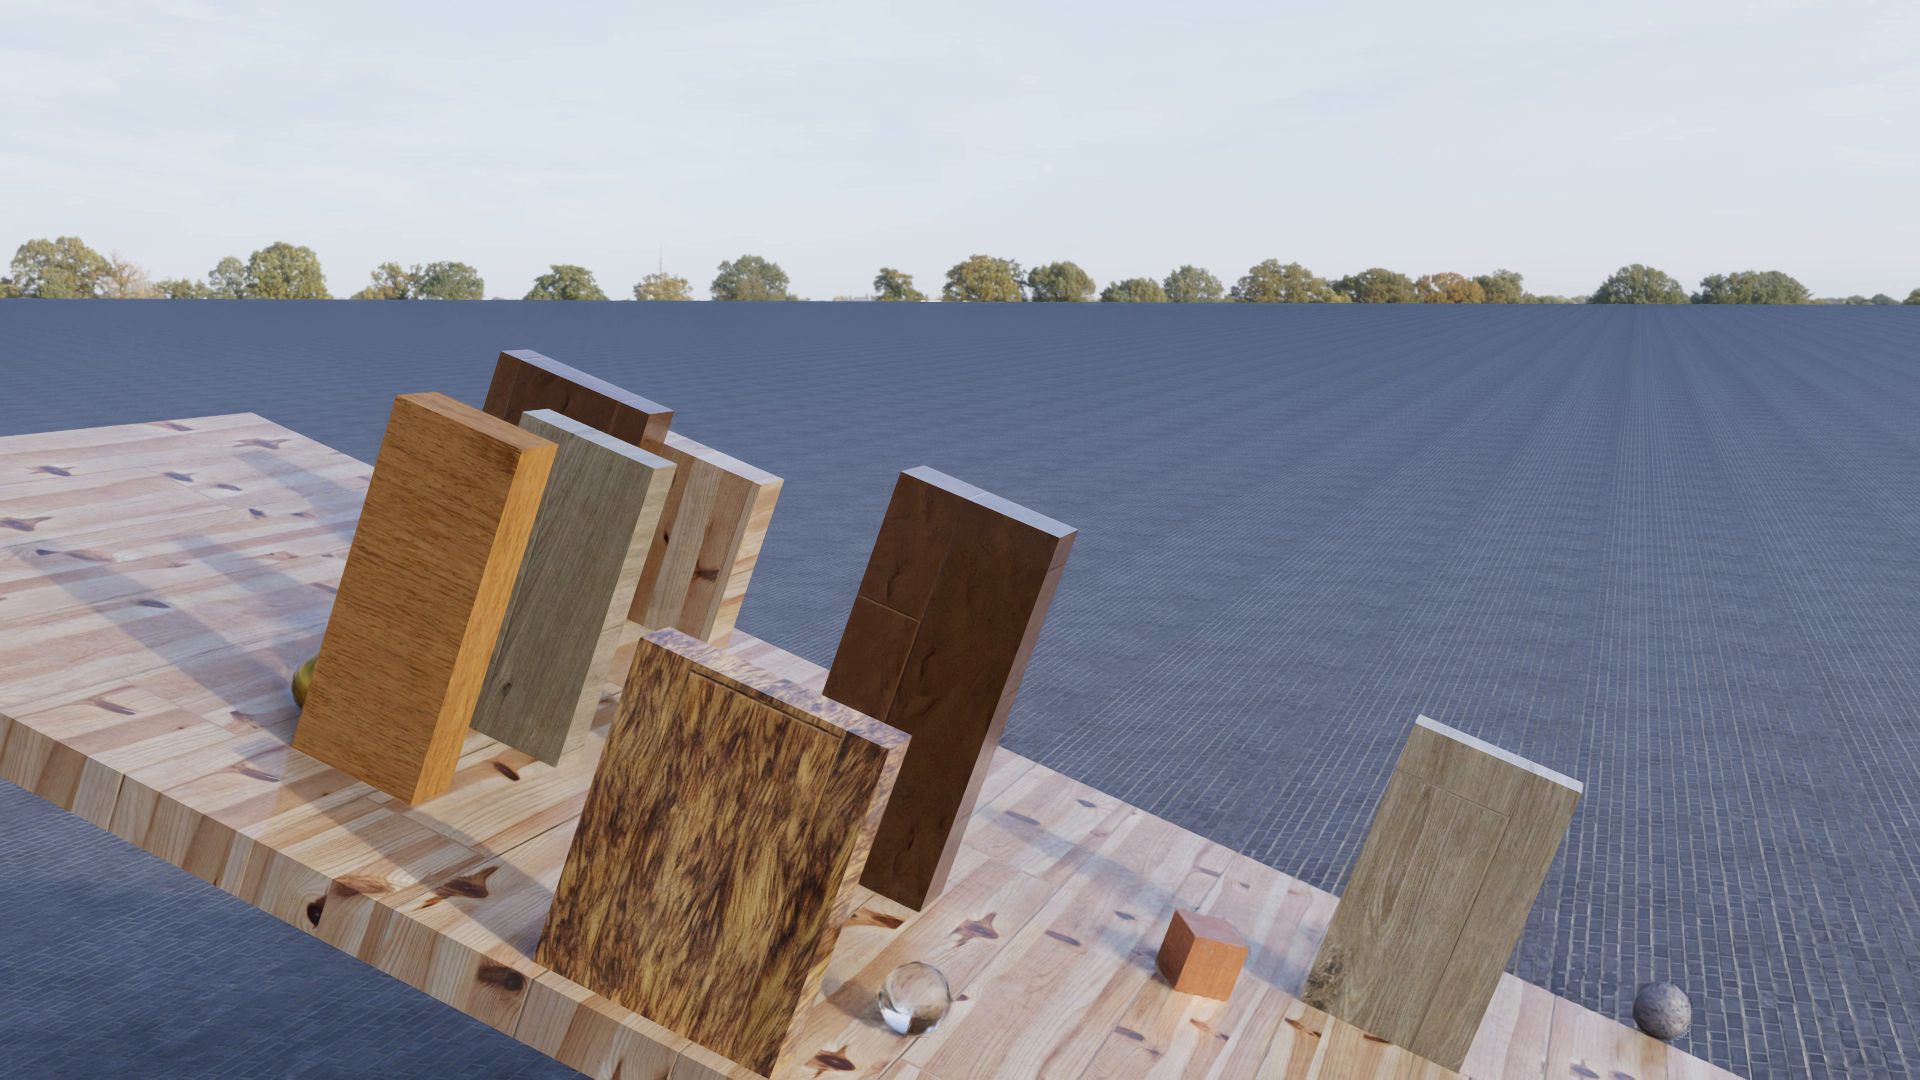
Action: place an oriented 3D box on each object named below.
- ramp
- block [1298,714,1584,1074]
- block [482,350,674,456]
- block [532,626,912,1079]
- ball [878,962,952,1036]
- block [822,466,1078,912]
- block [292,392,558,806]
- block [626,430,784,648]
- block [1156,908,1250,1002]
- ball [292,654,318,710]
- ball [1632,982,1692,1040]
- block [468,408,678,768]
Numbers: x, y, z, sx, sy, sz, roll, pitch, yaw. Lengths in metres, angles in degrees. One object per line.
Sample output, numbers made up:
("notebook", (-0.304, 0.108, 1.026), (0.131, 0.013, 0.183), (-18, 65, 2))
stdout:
("ramp", (-0.327, 0.594, 4.207), (4.000, 0.100, 2.000), (23, 13, 13))
("block", (0.910, 0.672, 4.181), (0.325, 0.595, 0.086), (23, 13, 13))
("block", (-0.896, -0.102, 4.832), (0.373, 0.530, 0.127), (23, 13, 13))
("block", (-0.356, 0.459, 3.250), (0.408, 0.537, 0.101), (23, 13, 13))
("ball", (-0.071, 0.732, 3.506), (0.117, 0.117, 0.117), (0, 7, 0))
("block", (-0.070, 0.271, 4.023), (0.312, 0.743, 0.135), (23, 13, 13))
("block", (-0.904, 0.096, 3.705), (0.243, 0.642, 0.126), (23, 13, 13))
("block", (-0.656, -0.009, 5.076), (0.363, 0.416, 0.141), (23, 13, 13))
("block", (0.454, 0.780, 4.130), (0.113, 0.113, 0.113), (16, 13, -18))
("ball", (-1.124, 0.259, 3.895), (0.116, 0.116, 0.116), (0, 7, 0))
("ball", (1.527, 1.024, 4.783), (0.122, 0.122, 0.122), (0, 7, 0))
("block", (-0.756, 0.089, 4.073), (0.278, 0.598, 0.098), (23, 13, 13))
